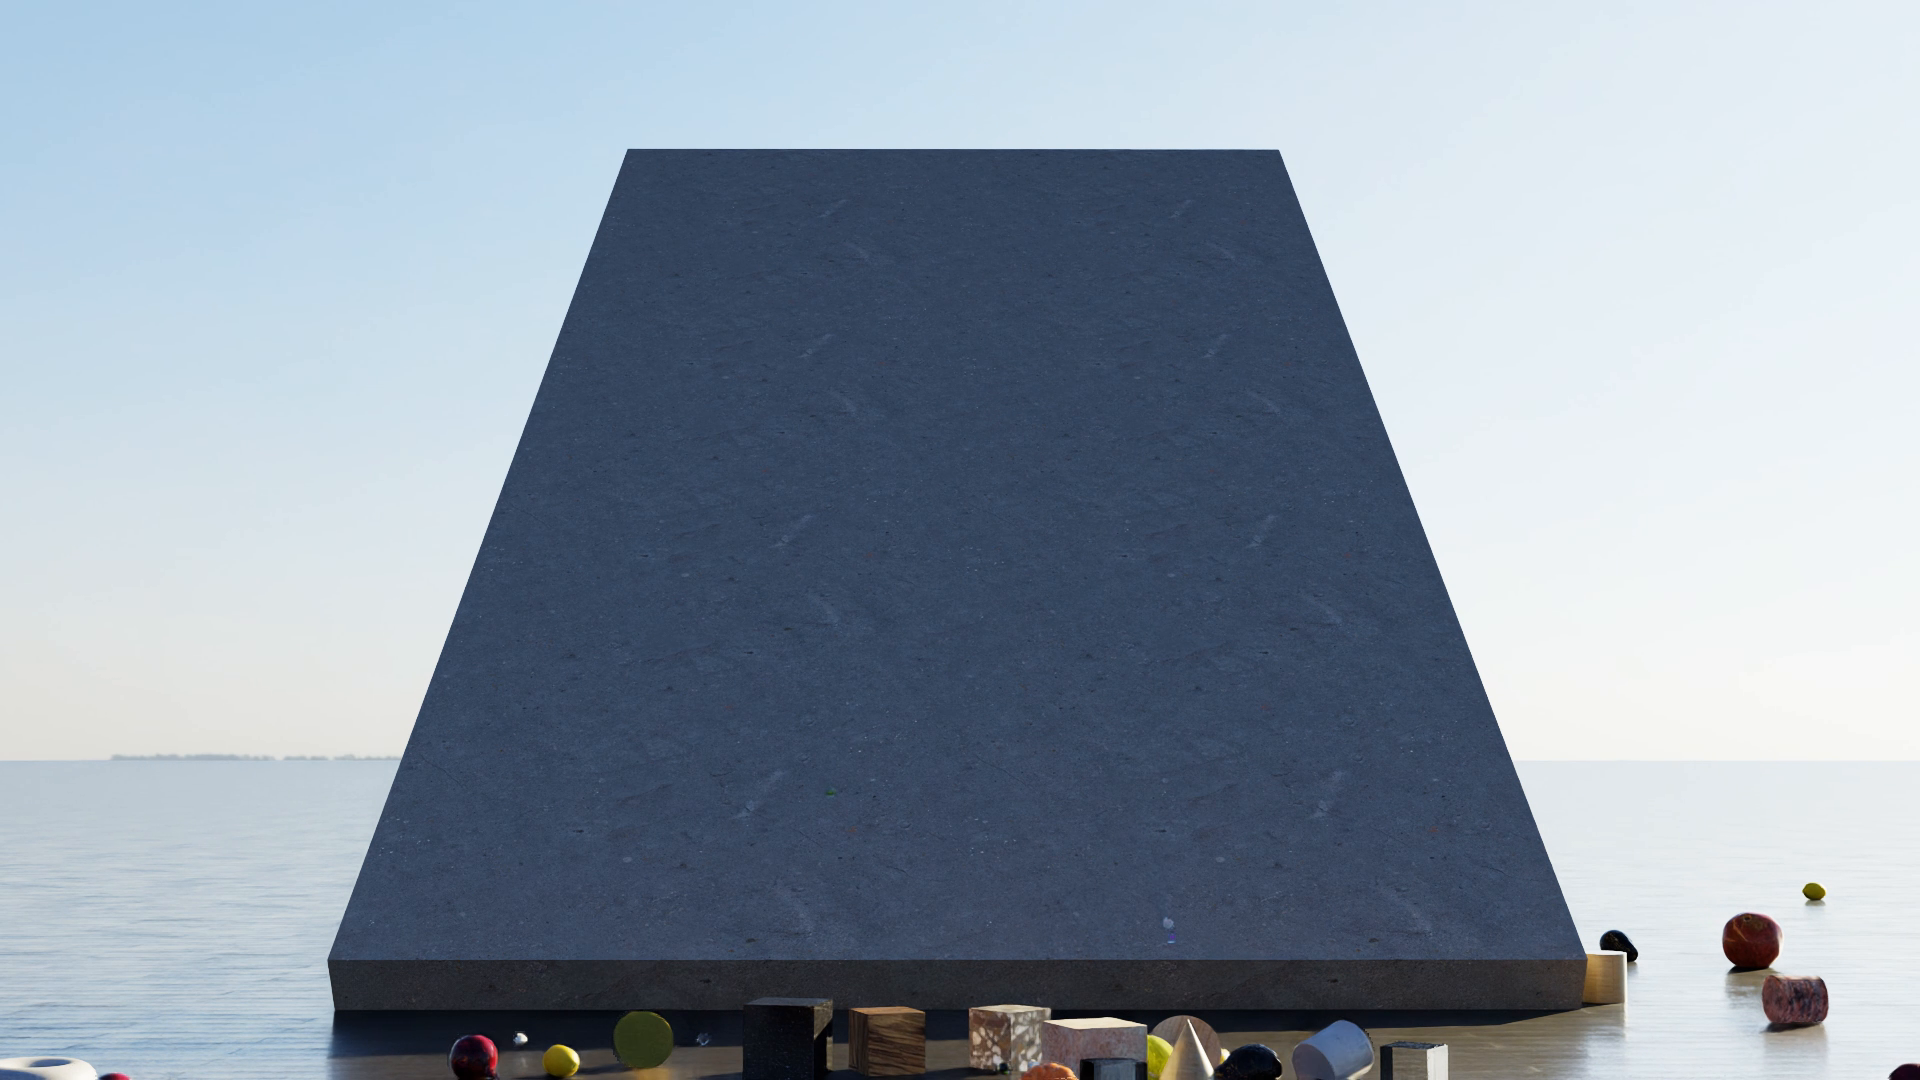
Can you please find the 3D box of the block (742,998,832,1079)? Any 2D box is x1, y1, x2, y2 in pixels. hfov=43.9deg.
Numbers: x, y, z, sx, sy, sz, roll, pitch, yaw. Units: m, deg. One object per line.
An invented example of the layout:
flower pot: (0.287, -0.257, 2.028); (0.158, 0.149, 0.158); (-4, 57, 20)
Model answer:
block: (-0.220, 0.638, 3.051); (0.093, 0.093, 0.093); (-1, -5, 12)

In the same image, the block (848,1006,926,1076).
block: (-0.095, 0.649, 3.087); (0.078, 0.078, 0.078); (2, -6, -21)

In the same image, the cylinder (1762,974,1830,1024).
cylinder: (1.277, 0.702, 3.645); (0.072, 0.072, 0.072); (-2, -5, -9)

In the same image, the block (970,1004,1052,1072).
block: (0.066, 0.653, 3.128); (0.076, 0.076, 0.076); (5, -7, -45)

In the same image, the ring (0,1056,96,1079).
ring: (-1.091, 0.639, 2.804); (0.144, 0.048, 0.144); (1, -5, 0)

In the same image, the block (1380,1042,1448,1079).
block: (0.544, 0.637, 2.856); (0.061, 0.061, 0.061); (-3, -6, 34)

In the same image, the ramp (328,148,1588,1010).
ramp: (-0.011, -0.223, 5.572); (2.000, 0.100, 4.000); (0, 28, 0)

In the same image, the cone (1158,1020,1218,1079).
cone: (0.270, 0.616, 2.822); (0.096, 0.096, 0.096); (0, -5, 0)

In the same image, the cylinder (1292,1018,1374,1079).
cylinder: (0.449, 0.624, 2.868); (0.069, 0.069, 0.069); (-31, 10, -27)

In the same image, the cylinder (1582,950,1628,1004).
cylinder: (1.069, 0.727, 3.967); (0.080, 0.080, 0.080); (0, -5, 0)

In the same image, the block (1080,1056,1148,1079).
block: (0.176, 0.626, 2.730); (0.058, 0.058, 0.058); (2, -5, -20)

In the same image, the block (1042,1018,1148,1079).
block: (0.158, 0.616, 2.807); (0.093, 0.093, 0.093); (2, -6, -23)
